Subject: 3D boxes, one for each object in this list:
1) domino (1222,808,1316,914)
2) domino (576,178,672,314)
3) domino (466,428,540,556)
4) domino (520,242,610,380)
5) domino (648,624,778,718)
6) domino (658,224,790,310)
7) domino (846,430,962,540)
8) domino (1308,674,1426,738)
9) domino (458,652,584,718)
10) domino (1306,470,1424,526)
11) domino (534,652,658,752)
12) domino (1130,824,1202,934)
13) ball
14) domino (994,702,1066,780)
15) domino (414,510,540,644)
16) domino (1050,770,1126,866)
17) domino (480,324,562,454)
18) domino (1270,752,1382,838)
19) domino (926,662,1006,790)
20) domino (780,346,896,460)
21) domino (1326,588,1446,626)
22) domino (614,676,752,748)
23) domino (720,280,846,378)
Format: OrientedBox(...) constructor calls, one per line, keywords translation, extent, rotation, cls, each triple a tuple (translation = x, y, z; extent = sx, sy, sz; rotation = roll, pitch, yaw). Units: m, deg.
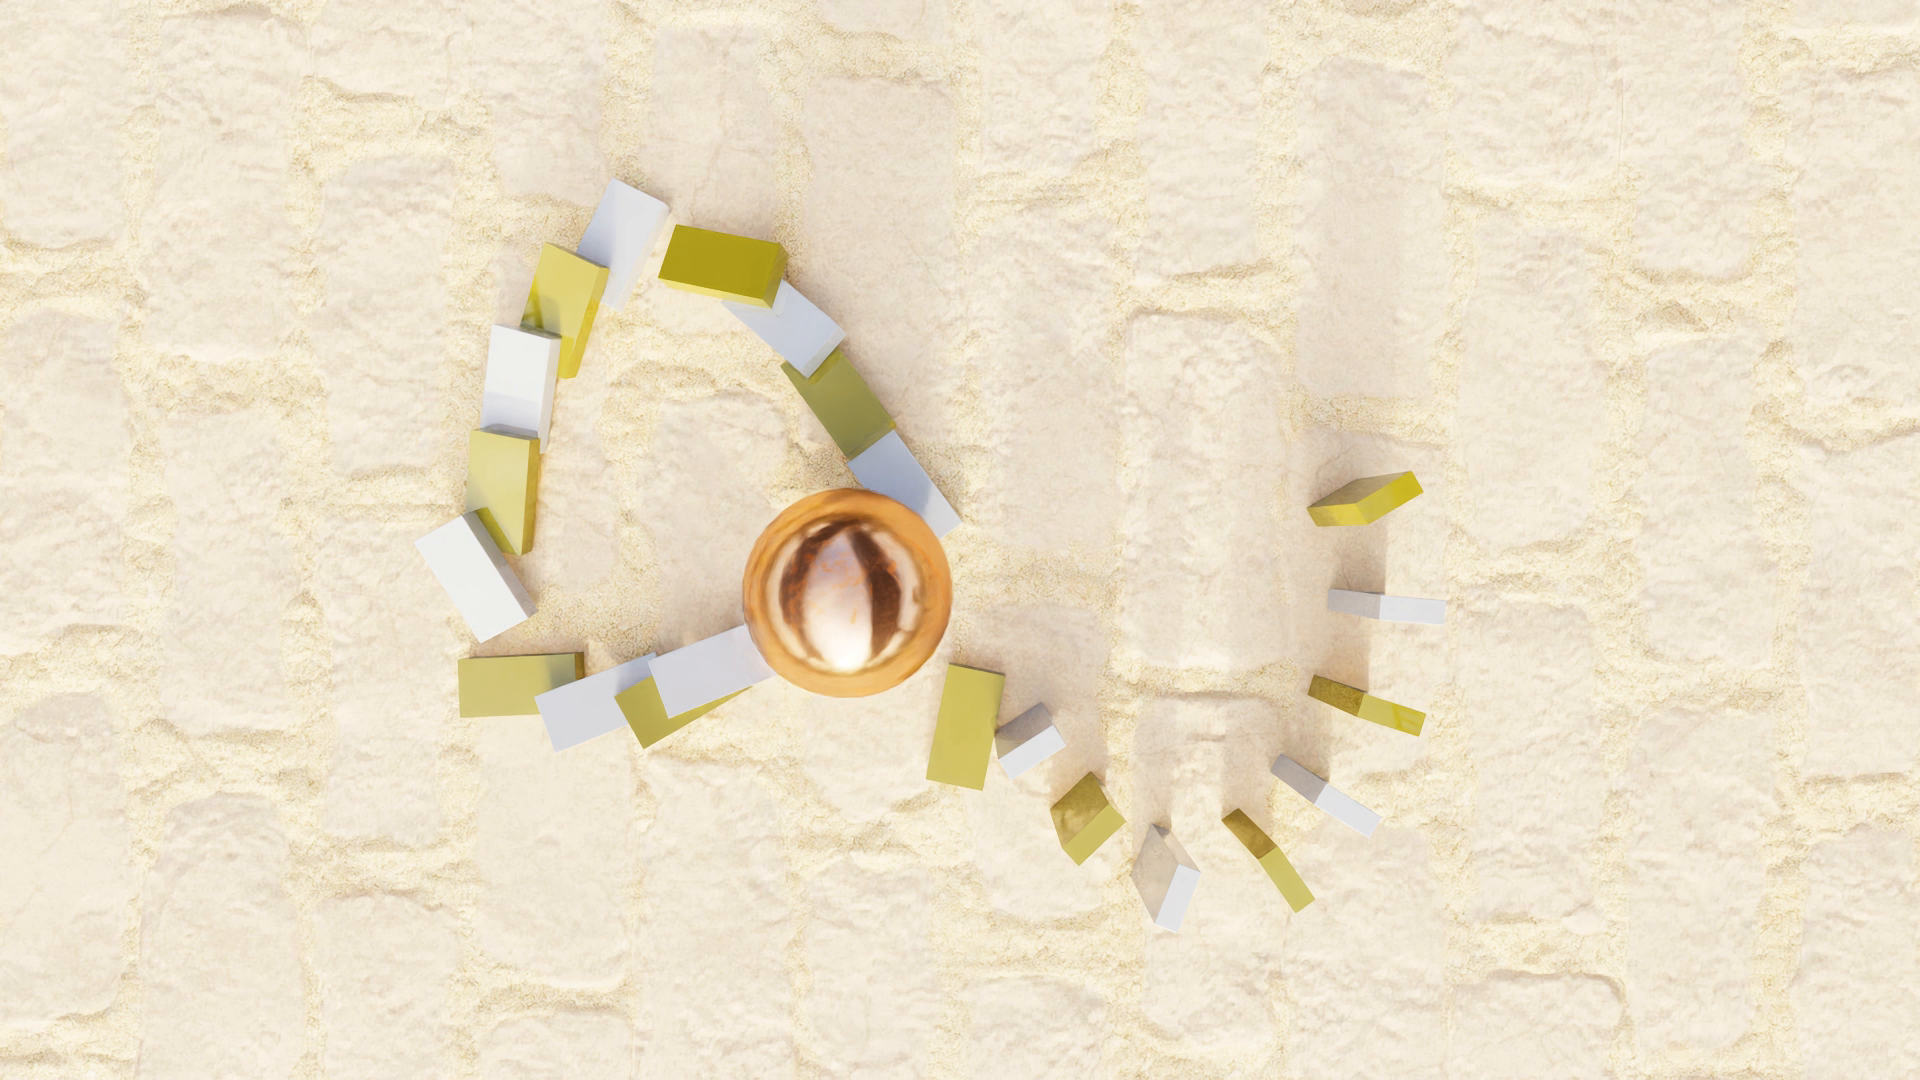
OrientedBox(translation=(0.125, 0.130, 0.375), extent=(0.010, 0.050, 0.025), rotation=(-35, 90, 0), cls="domino")
OrientedBox(translation=(-0.148, -0.127, 0.395), extent=(0.025, 0.010, 0.050), rotation=(26, 90, 0), cls="domino")
OrientedBox(translation=(-0.195, -0.020, 0.390), extent=(0.025, 0.009, 0.050), rotation=(11, 103, 0), cls="domino")
OrientedBox(translation=(-0.169, -0.097, 0.389), extent=(0.025, 0.009, 0.050), rotation=(25, 106, 0), cls="domino")
OrientedBox(translation=(-0.101, 0.053, 0.384), extent=(0.050, 0.009, 0.025), rotation=(-20, 87, -18), cls="domino")
OrientedBox(translation=(-0.100, -0.116, 0.388), extent=(0.050, 0.010, 0.025), rotation=(15, 83, 14), cls="domino")
OrientedBox(translation=(-0.024, -0.020, 0.395), extent=(0.025, 0.010, 0.050), rotation=(-37, 90, 0), cls="domino")
OrientedBox(translation=(0.165, 0.067, 0.375), extent=(0.025, 0.050, 0.010), rotation=(18, 90, 0), cls="domino")
OrientedBox(translation=(-0.189, 0.062, 0.395), extent=(0.050, 0.010, 0.025), rotation=(-3, 90, 0), cls="domino")
OrientedBox(translation=(0.164, -0.016, 0.375), extent=(0.025, 0.050, 0.009), rotation=(-30, 90, 0), cls="domino")
OrientedBox(translation=(-0.150, 0.068, 0.389), extent=(0.050, 0.010, 0.025), rotation=(-20, 90, -16), cls="domino")
OrientedBox(translation=(0.083, 0.137, 0.375), extent=(0.009, 0.050, 0.025), rotation=(22, 90, 0), cls="domino")
OrientedBox(translation=(-0.043, 0.020, 0.351), extent=(0.080, 0.080, 0.080), rotation=(0, 90, 0), cls="ball")
OrientedBox(translation=(0.028, 0.081, 0.375), extent=(0.025, 0.050, 0.009), rotation=(-32, 90, 0), cls="domino")
OrientedBox(translation=(-0.205, 0.016, 0.389), extent=(0.025, 0.010, 0.050), rotation=(-26, 101, 8), cls="domino")
OrientedBox(translation=(0.051, 0.113, 0.375), extent=(0.025, 0.050, 0.010), rotation=(-43, 90, 0), cls="domino")
OrientedBox(translation=(-0.187, -0.064, 0.389), extent=(0.025, 0.010, 0.050), rotation=(15, 106, 0), cls="domino")
OrientedBox(translation=(0.148, 0.103, 0.375), extent=(0.025, 0.050, 0.009), rotation=(31, 90, 0), cls="domino")
OrientedBox(translation=(0.002, 0.080, 0.395), extent=(0.025, 0.010, 0.050), rotation=(12, 90, 0), cls="domino")
OrientedBox(translation=(-0.052, -0.061, 0.391), extent=(0.025, 0.010, 0.050), rotation=(-37, 79, 0), cls="domino")
OrientedBox(translation=(0.173, 0.027, 0.375), extent=(0.025, 0.050, 0.010), rotation=(5, 90, 0), cls="domino")
OrientedBox(translation=(-0.116, 0.064, 0.388), extent=(0.050, 0.009, 0.025), rotation=(-30, 90, -18), cls="domino")
OrientedBox(translation=(-0.075, -0.094, 0.389), extent=(0.050, 0.009, 0.025), rotation=(41, 90, 15), cls="domino")
